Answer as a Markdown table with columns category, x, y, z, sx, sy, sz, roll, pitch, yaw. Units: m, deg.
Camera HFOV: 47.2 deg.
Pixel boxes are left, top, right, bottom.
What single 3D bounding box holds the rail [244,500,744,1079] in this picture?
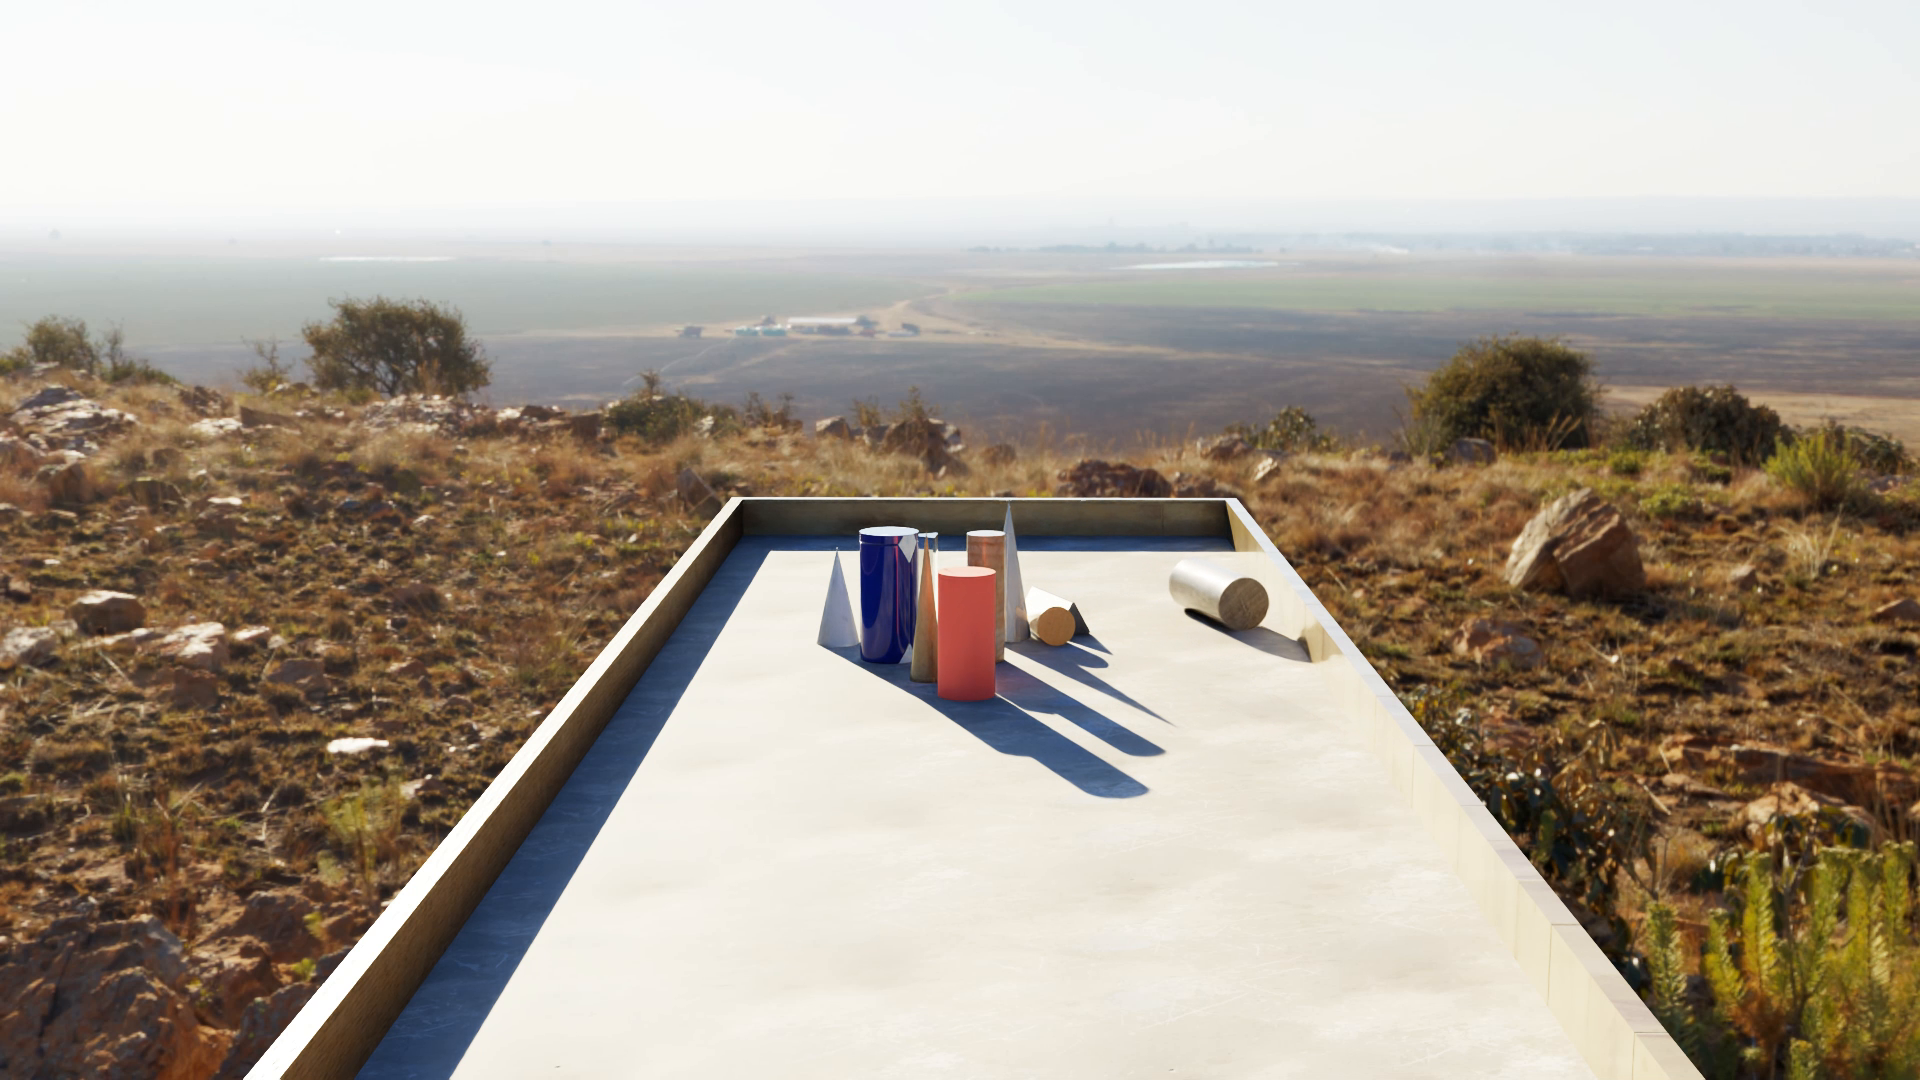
| category | x | y | z | sx | sy | sz | roll | pitch | yaw |
| --- | --- | --- | --- | --- | --- | --- | --- | --- | --- |
| rail | -1.004 | 0.839 | 3.234 | 0.050 | 0.150 | 12.000 | 0 | 9 | 1 |

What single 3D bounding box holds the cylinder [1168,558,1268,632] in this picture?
| category | x | y | z | sx | sy | sz | roll | pitch | yaw |
| --- | --- | --- | --- | --- | --- | --- | --- | --- | --- |
| cylinder | 0.857 | 0.178 | 7.323 | 0.177 | 0.177 | 0.420 | -3 | 9 | -17 |

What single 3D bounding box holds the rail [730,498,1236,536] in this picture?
| category | x | y | z | sx | sy | sz | roll | pitch | yaw |
| --- | --- | --- | --- | --- | --- | --- | --- | --- | --- |
| rail | 0.099 | -0.098 | 9.147 | 2.100 | 0.150 | 0.050 | 0 | 9 | 1 |

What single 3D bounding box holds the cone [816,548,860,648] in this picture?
| category | x | y | z | sx | sy | sz | roll | pitch | yaw |
| --- | --- | --- | --- | --- | --- | --- | --- | --- | --- |
| cone | -0.387 | 0.174 | 6.937 | 0.140 | 0.304 | 0.140 | 0 | 9 | 0 |

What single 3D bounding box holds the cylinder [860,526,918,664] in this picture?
| category | x | y | z | sx | sy | sz | roll | pitch | yaw |
| --- | --- | --- | --- | --- | --- | --- | --- | --- | --- |
| cylinder | -0.215 | 0.167 | 6.703 | 0.179 | 0.392 | 0.179 | 0 | 9 | 0 |

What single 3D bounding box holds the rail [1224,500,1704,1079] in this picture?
| category | x | y | z | sx | sy | sz | roll | pitch | yaw |
| --- | --- | --- | --- | --- | --- | --- | --- | --- | --- |
| rail | 1.046 | 0.843 | 3.208 | 0.050 | 0.150 | 12.000 | 0 | 9 | 1 |

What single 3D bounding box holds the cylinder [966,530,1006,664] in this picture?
| category | x | y | z | sx | sy | sz | roll | pitch | yaw |
| --- | --- | --- | --- | --- | --- | --- | --- | --- | --- |
| cylinder | 0.079 | 0.173 | 6.668 | 0.116 | 0.391 | 0.116 | 0 | 9 | 0 |

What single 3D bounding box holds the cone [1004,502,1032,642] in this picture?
| category | x | y | z | sx | sy | sz | roll | pitch | yaw |
| --- | --- | --- | --- | --- | --- | --- | --- | --- | --- |
| cone | 0.154 | 0.093 | 7.008 | 0.152 | 0.440 | 0.152 | 0 | 10 | 0 |

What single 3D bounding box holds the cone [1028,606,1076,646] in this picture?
| category | x | y | z | sx | sy | sz | roll | pitch | yaw |
| --- | --- | --- | --- | --- | --- | --- | --- | --- | --- |
| cone | 0.244 | 0.267 | 7.123 | 0.125 | 0.125 | 0.448 | -2 | 1 | -15 |

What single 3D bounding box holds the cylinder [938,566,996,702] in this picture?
| category | x | y | z | sx | sy | sz | roll | pitch | yaw |
| --- | --- | --- | --- | --- | --- | --- | --- | --- | --- |
| cylinder | 0.018 | 0.264 | 6.212 | 0.164 | 0.355 | 0.164 | 0 | 9 | 0 |

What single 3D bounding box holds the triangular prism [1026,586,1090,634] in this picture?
| category | x | y | z | sx | sy | sz | roll | pitch | yaw |
| --- | --- | --- | --- | --- | --- | --- | --- | --- | --- |
| triangular prism | 0.304 | 0.229 | 7.206 | 0.122 | 0.105 | 0.314 | -4 | 10 | -22 |

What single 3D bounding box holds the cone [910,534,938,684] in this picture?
| category | x | y | z | sx | sy | sz | roll | pitch | yaw |
| --- | --- | --- | --- | --- | --- | --- | --- | --- | --- |
| cone | -0.097 | 0.188 | 6.397 | 0.101 | 0.447 | 0.101 | 0 | 9 | 0 |

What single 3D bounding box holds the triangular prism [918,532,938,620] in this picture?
| category | x | y | z | sx | sy | sz | roll | pitch | yaw |
| --- | --- | --- | --- | --- | --- | --- | --- | --- | --- |
| triangular prism | -0.098 | 0.150 | 6.980 | 0.101 | 0.339 | 0.088 | 6 | 11 | 35 |
